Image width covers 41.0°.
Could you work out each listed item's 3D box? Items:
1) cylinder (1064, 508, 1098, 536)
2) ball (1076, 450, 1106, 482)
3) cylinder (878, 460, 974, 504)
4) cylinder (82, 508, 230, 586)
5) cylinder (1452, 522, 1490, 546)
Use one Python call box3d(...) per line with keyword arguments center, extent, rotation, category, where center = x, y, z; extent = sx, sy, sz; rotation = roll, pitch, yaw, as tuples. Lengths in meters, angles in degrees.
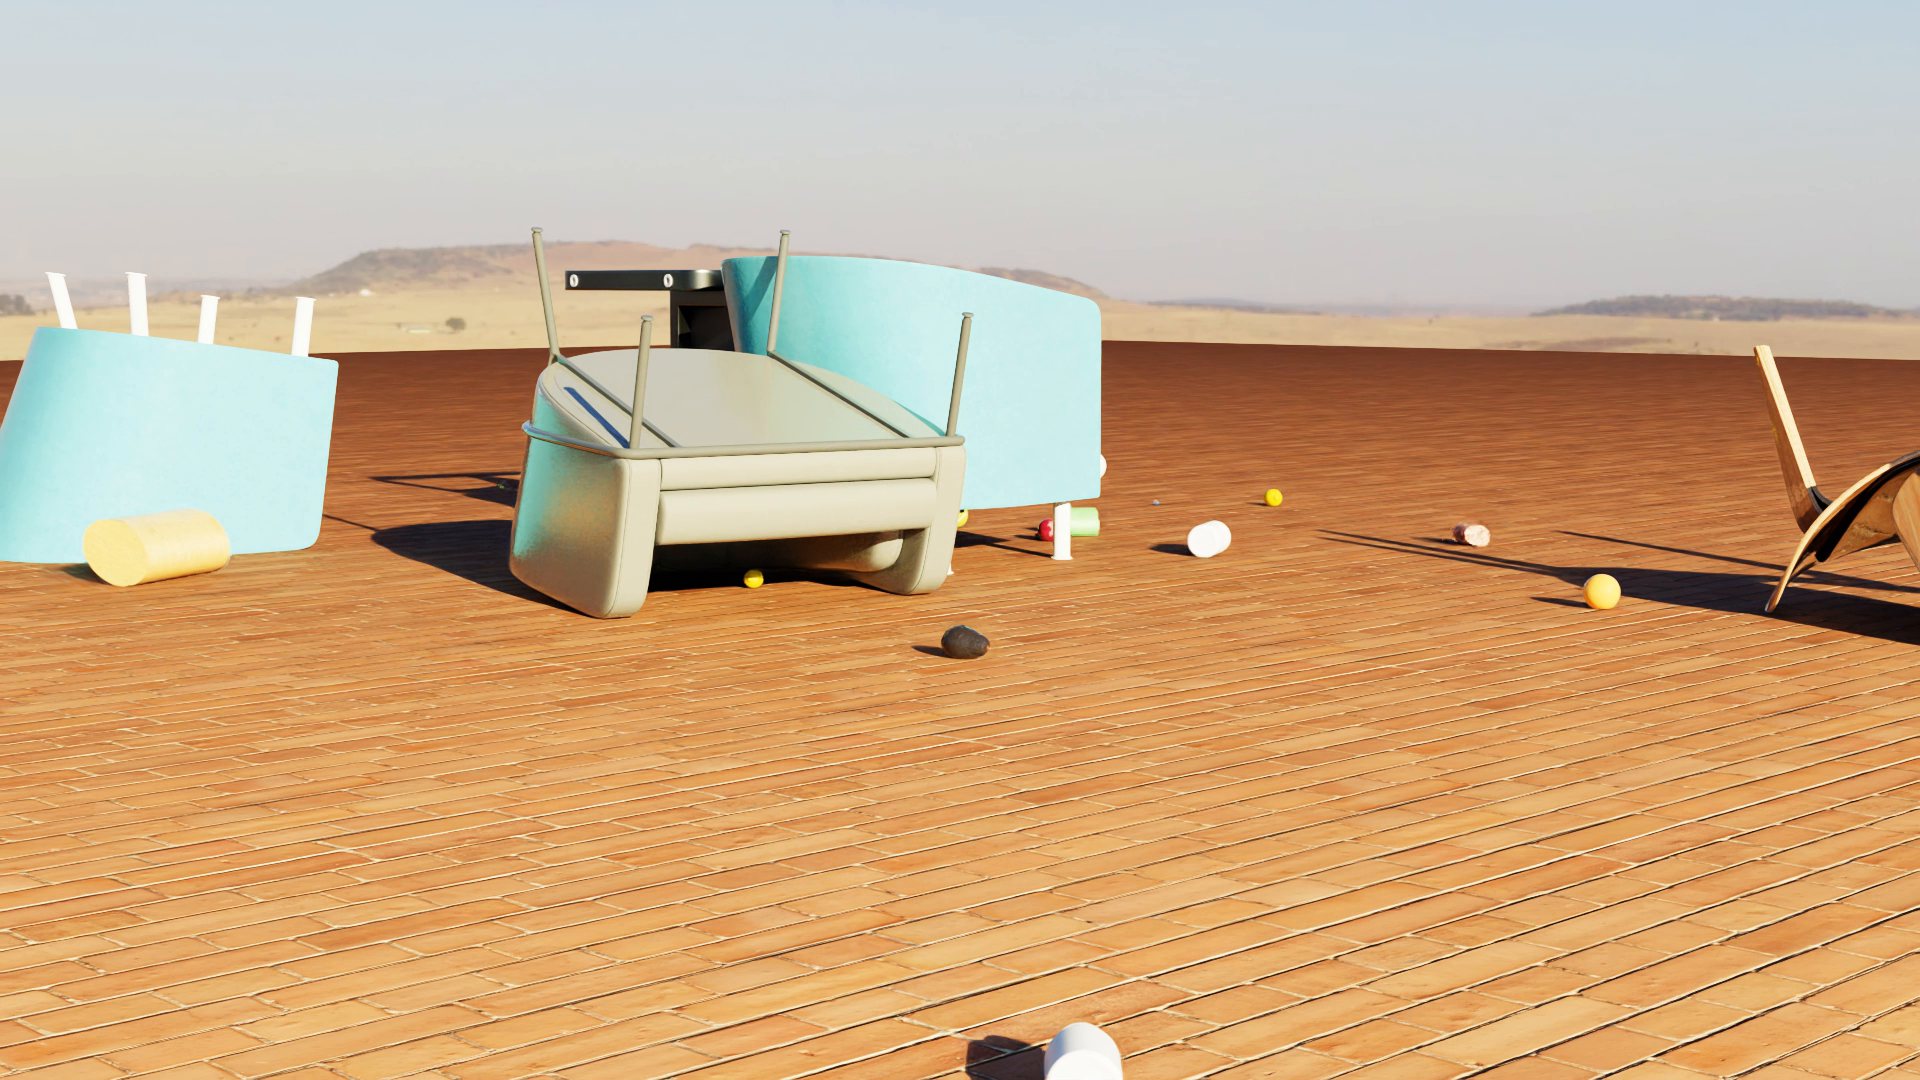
box3d(center=(0.308, -0.046, 6.509), extent=(0.073, 0.070, 0.096), rotation=(-1, 21, -7), category="cylinder")
box3d(center=(0.420, -0.237, 8.232), extent=(0.099, 0.099, 0.099), rotation=(0, 6, 0), category="ball")
box3d(center=(-0.099, -0.171, 7.508), extent=(0.256, 0.116, 0.113), rotation=(3, 13, 27), category="cylinder")
box3d(center=(-1.749, 0.013, 5.591), extent=(0.173, 0.133, 0.290), rotation=(31, 15, 14), category="cylinder")
box3d(center=(1.255, -0.015, 6.299), extent=(0.068, 0.051, 0.077), rotation=(16, 2, -13), category="cylinder")
